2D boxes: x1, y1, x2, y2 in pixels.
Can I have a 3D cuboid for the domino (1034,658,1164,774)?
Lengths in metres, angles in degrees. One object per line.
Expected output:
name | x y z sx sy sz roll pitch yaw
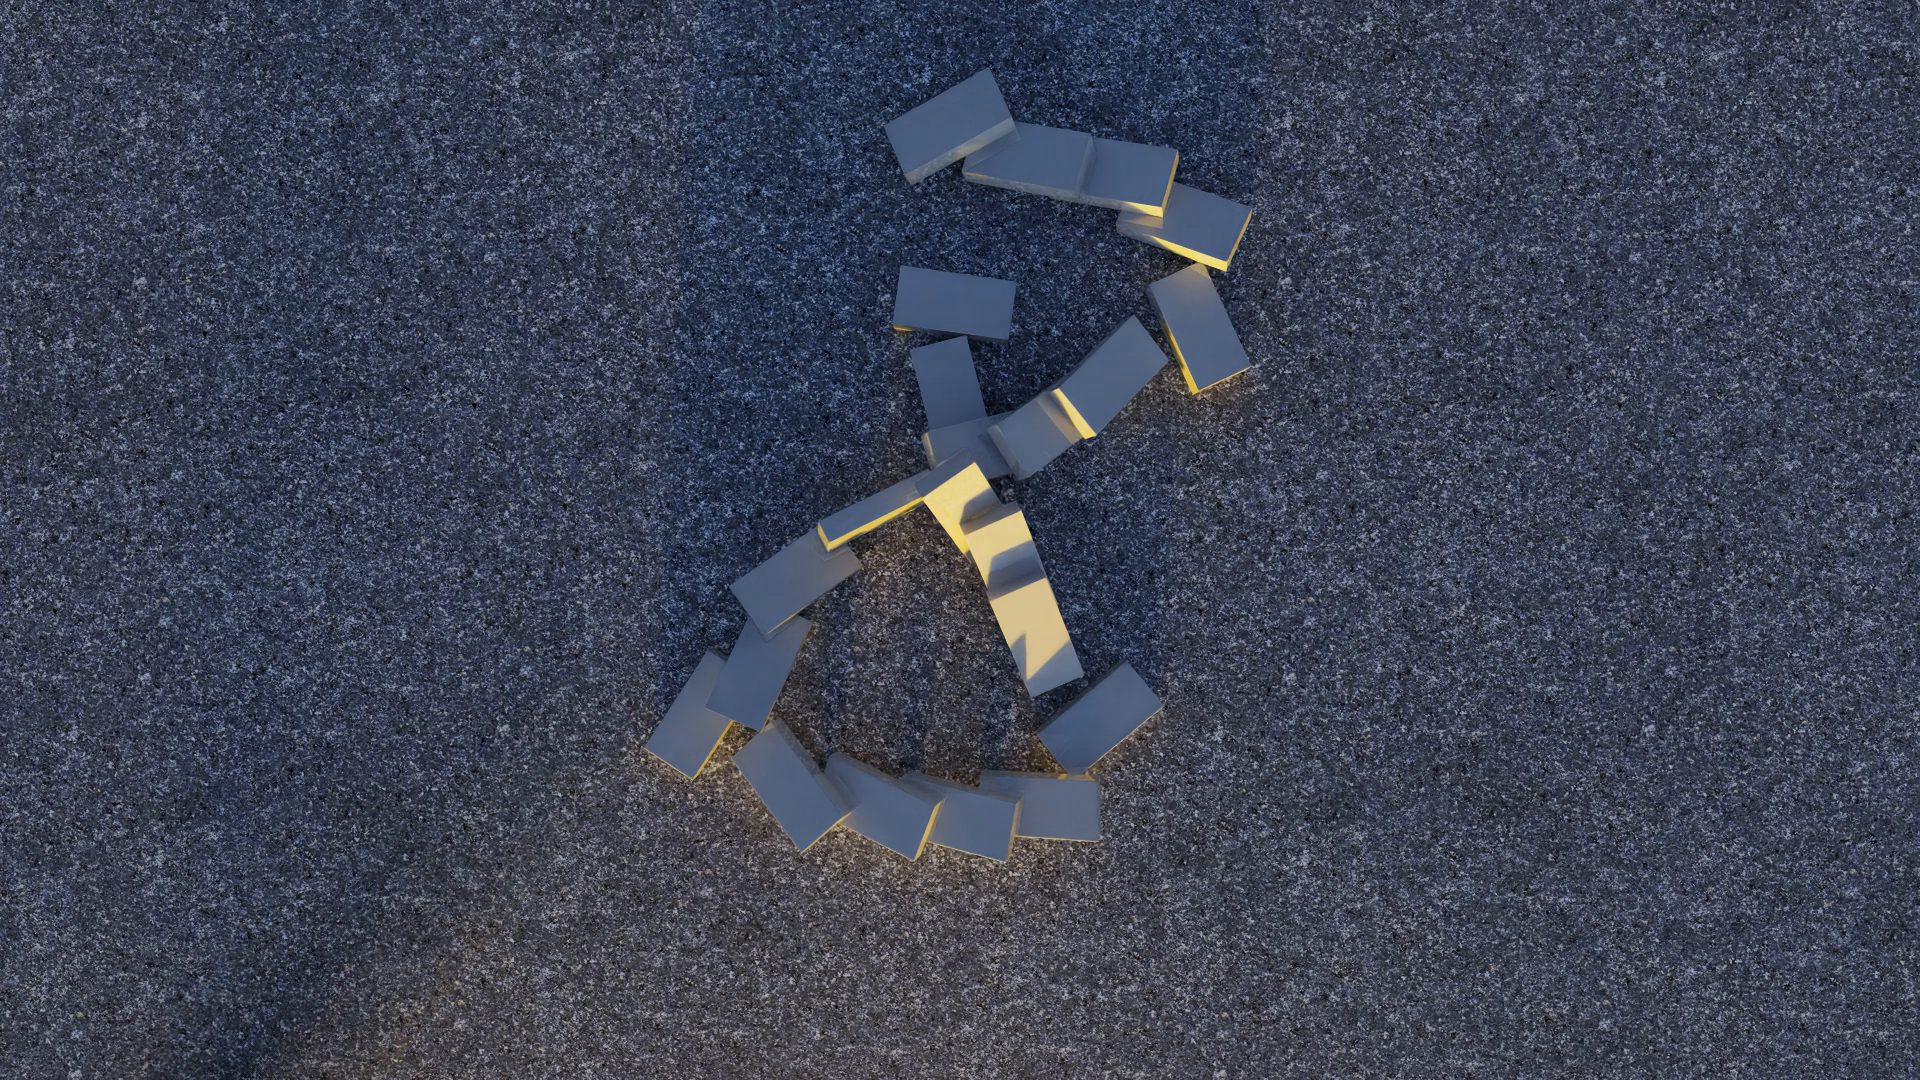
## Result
domino | 0.060 0.077 0.395 0.050 0.010 0.025 -40 90 0

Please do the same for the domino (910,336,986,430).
domino | -0.003 -0.060 0.395 0.025 0.010 0.050 -14 90 0

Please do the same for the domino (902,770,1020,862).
domino | -0.001 0.117 0.388 0.050 0.010 0.025 10 92 15

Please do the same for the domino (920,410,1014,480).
domino | 0.011 -0.038 0.384 0.050 0.010 0.025 -16 91 -18

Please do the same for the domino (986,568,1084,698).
domino | 0.032 0.040 0.386 0.025 0.009 0.050 -23 112 0

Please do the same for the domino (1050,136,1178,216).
domino | 0.064 -0.155 0.388 0.050 0.010 0.025 16 90 16

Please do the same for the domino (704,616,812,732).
domino | -0.085 0.053 0.388 0.025 0.010 0.050 24 74 -3

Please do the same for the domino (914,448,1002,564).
domino | 0.003 -0.013 0.378 0.025 0.050 0.009 -34 49 2

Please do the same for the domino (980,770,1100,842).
domino | 0.034 0.112 0.389 0.050 0.009 0.025 -1 90 15

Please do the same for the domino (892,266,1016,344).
domino | -0.002 -0.101 0.395 0.050 0.009 0.025 8 90 0

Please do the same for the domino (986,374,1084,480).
domino | 0.038 -0.049 0.384 0.050 0.010 0.025 -37 99 -24

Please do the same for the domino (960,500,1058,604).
domino | 0.021 0.011 0.383 0.025 0.010 0.050 -24 120 0

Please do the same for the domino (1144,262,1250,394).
domino | 0.102 -0.091 0.395 0.025 0.009 0.050 -25 90 0

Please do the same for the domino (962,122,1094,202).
domino | 0.028 -0.162 0.389 0.050 0.009 0.025 16 90 15

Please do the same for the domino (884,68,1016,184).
domino | -0.005 -0.175 0.388 0.050 0.010 0.025 -24 80 11

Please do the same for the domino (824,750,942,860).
domino | -0.036 0.112 0.388 0.050 0.010 0.025 22 94 15

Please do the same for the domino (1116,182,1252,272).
domino | 0.095 -0.136 0.389 0.050 0.009 0.025 25 90 15

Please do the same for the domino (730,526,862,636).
domino | -0.069 0.016 0.389 0.050 0.009 0.025 -36 88 -15

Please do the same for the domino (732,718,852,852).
domino | -0.072 0.104 0.388 0.025 0.010 0.050 -43 79 10

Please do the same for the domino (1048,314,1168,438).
domino | 0.063 -0.069 0.385 0.050 0.010 0.025 -45 103 -18

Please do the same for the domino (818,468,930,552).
domino | -0.035 -0.012 0.382 0.050 0.025 0.010 -27 86 -13

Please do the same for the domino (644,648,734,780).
domino | -0.111 0.075 0.395 0.025 0.010 0.050 33 90 0
